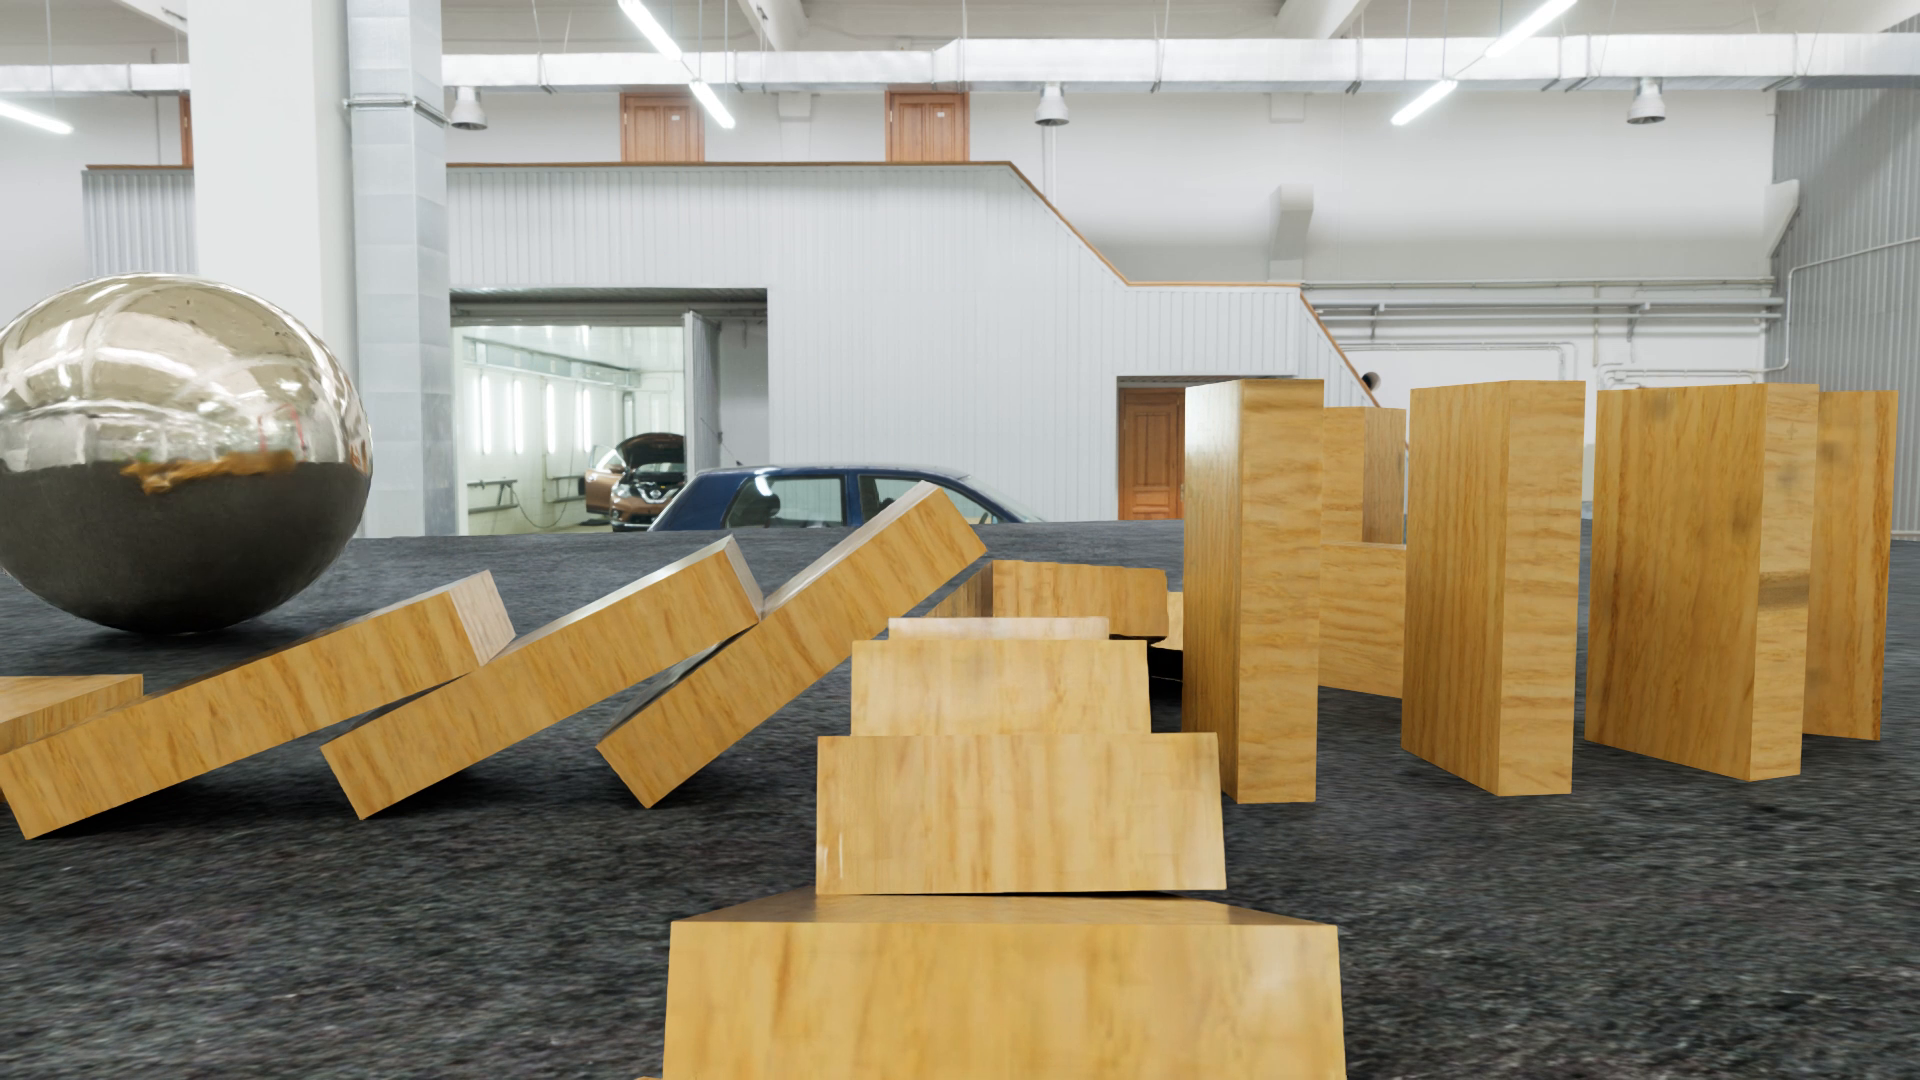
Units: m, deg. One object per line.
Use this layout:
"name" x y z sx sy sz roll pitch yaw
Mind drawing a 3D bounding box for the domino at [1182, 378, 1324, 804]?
"domino" 0.036 0.005 0.163 0.009 0.050 0.025 0 4 -6

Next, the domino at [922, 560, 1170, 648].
"domino" 0.010 0.014 0.196 0.025 0.009 0.050 4 -16 -15

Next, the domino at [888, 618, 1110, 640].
"domino" 0.004 0.018 0.169 0.025 0.009 0.050 0 -12 -2

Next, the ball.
"ball" -0.175 -0.019 0.286 0.080 0.080 0.080 0 4 0

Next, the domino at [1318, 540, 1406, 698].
"domino" 0.069 0.013 0.226 0.010 0.025 0.050 -4 6 -42

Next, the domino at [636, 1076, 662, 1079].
"domino" -0.011 0.028 0.040 0.025 0.009 0.050 1 -13 15

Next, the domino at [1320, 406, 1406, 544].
"domino" 0.085 -0.003 0.273 0.009 0.050 0.025 3 5 37

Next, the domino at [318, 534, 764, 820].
"domino" -0.049 0.015 0.159 0.050 0.009 0.025 -26 7 -5

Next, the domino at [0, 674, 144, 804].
"domino" -0.127 0.026 0.158 0.025 0.009 0.050 0 4 -6

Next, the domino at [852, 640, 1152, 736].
"domino" 0.002 0.020 0.132 0.025 0.009 0.050 0 -16 -2

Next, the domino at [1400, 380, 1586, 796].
"domino" 0.068 0.005 0.166 0.009 0.050 0.025 -1 4 -7

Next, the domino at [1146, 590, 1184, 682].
"domino" 0.028 0.016 0.228 0.050 0.009 0.025 4 -18 44

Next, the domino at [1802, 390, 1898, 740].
"domino" 0.124 0.003 0.193 0.025 0.050 0.009 3 5 31

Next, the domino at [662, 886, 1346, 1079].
"domino" 0.001 0.025 0.071 0.025 0.010 0.050 1 -14 -1

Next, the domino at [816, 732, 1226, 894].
"domino" 0.003 0.023 0.103 0.025 0.009 0.050 0 -14 -2

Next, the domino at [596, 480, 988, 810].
"domino" -0.021 0.012 0.162 0.050 0.009 0.025 -37 7 -3

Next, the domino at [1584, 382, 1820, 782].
"domino" 0.099 0.005 0.173 0.009 0.050 0.025 -2 5 -23

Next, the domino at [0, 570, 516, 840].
"domino" -0.081 0.018 0.153 0.050 0.009 0.025 -21 8 -8
